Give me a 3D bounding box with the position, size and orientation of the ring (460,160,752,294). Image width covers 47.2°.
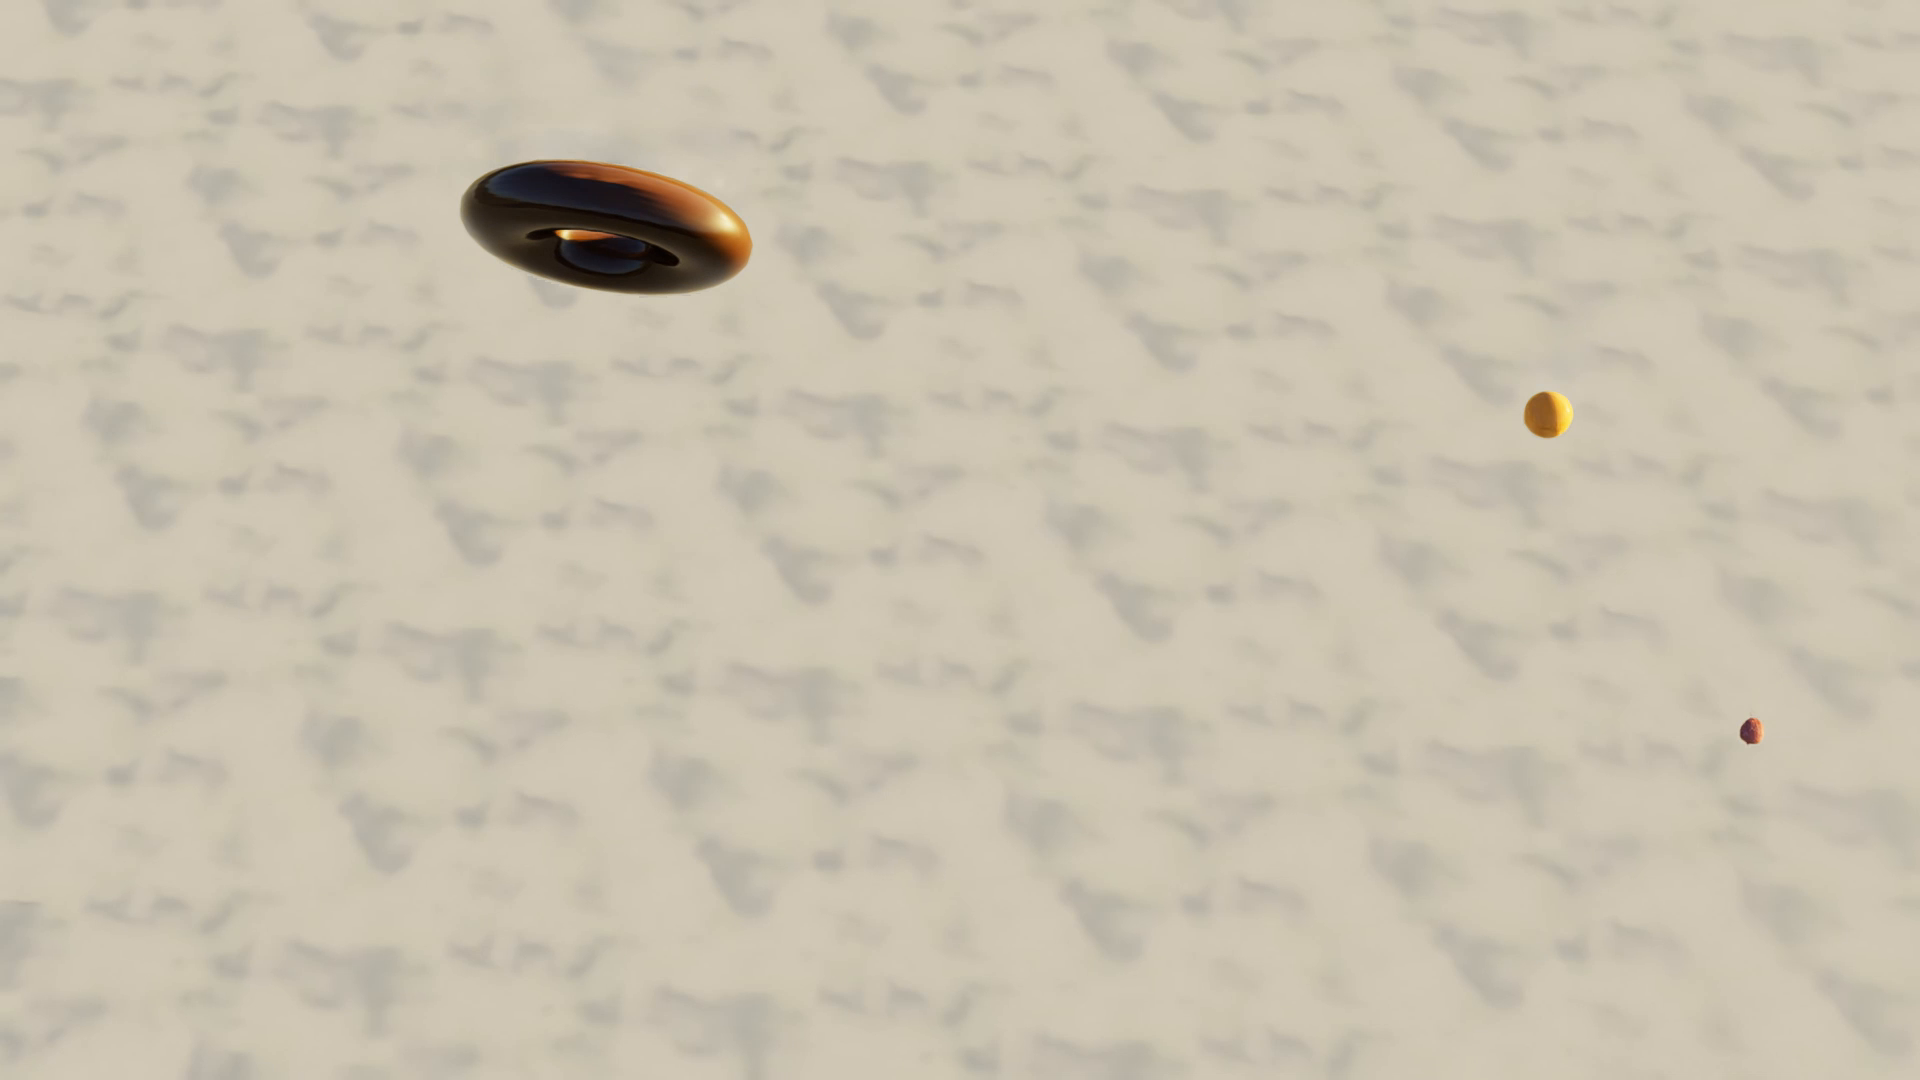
[{"bbox_3d":[-0.444,-0.391,2.761,0.368,0.234,0.086,7,68,-1],"label":"ring"}]
